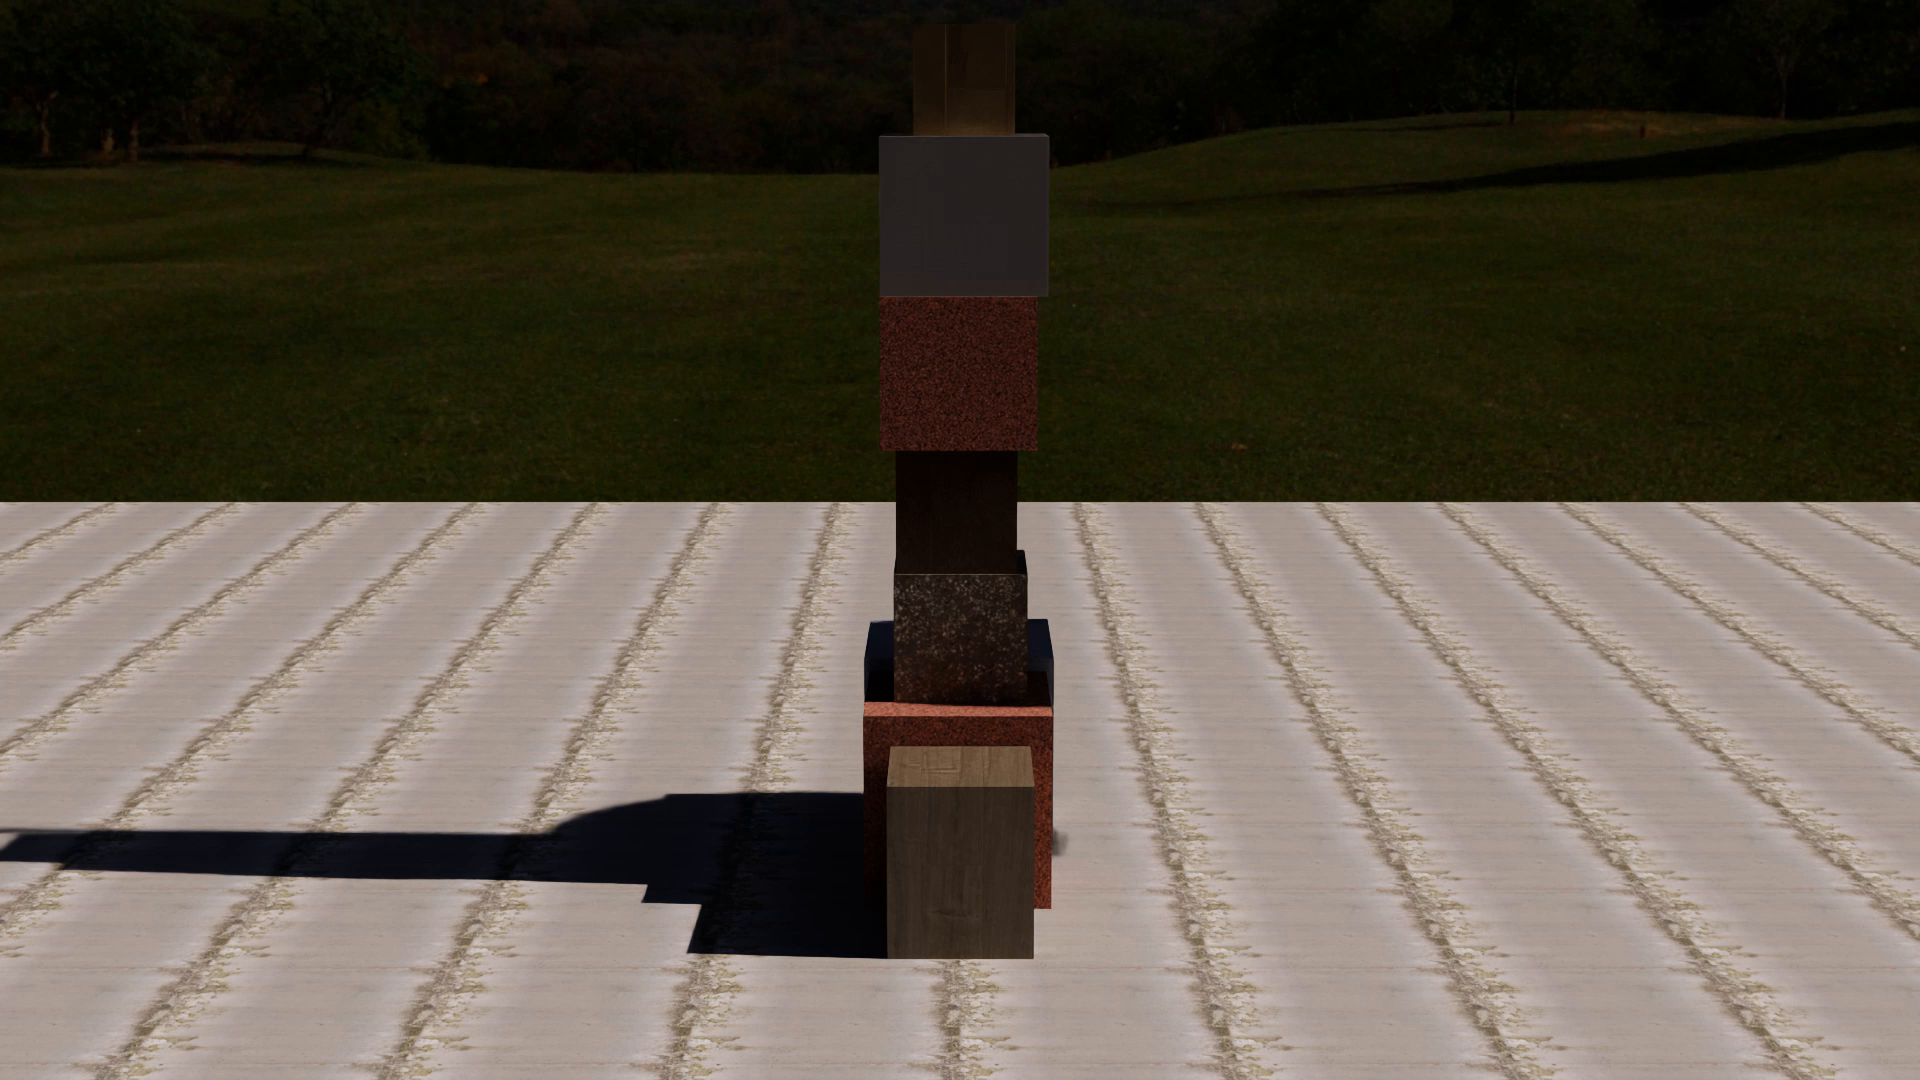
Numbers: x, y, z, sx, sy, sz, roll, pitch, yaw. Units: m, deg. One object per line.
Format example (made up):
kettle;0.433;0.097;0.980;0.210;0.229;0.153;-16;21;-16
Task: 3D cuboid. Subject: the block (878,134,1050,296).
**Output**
block;0.017;-1.392;10.927;0.703;0.659;0.600;0;10;0

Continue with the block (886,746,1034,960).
block;0.002;1.276;10.546;0.588;0.717;0.619;0;10;0

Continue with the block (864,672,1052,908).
block;-0.009;1.082;11.253;0.796;0.845;0.822;0;10;0

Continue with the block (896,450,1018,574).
block;-0.015;-0.168;11.150;0.514;0.535;0.566;0;10;0

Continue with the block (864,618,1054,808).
block;-0.005;0.902;12.087;0.858;0.901;0.863;0;10;0

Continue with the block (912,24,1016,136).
block;0.017;-1.941;10.827;0.422;0.456;0.424;0;10;0

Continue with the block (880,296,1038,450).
block;-0.005;-0.750;11.044;0.661;0.647;0.624;0;10;0

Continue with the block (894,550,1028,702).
block;0.002;0.370;11.248;0.572;0.559;0.580;0;10;0
